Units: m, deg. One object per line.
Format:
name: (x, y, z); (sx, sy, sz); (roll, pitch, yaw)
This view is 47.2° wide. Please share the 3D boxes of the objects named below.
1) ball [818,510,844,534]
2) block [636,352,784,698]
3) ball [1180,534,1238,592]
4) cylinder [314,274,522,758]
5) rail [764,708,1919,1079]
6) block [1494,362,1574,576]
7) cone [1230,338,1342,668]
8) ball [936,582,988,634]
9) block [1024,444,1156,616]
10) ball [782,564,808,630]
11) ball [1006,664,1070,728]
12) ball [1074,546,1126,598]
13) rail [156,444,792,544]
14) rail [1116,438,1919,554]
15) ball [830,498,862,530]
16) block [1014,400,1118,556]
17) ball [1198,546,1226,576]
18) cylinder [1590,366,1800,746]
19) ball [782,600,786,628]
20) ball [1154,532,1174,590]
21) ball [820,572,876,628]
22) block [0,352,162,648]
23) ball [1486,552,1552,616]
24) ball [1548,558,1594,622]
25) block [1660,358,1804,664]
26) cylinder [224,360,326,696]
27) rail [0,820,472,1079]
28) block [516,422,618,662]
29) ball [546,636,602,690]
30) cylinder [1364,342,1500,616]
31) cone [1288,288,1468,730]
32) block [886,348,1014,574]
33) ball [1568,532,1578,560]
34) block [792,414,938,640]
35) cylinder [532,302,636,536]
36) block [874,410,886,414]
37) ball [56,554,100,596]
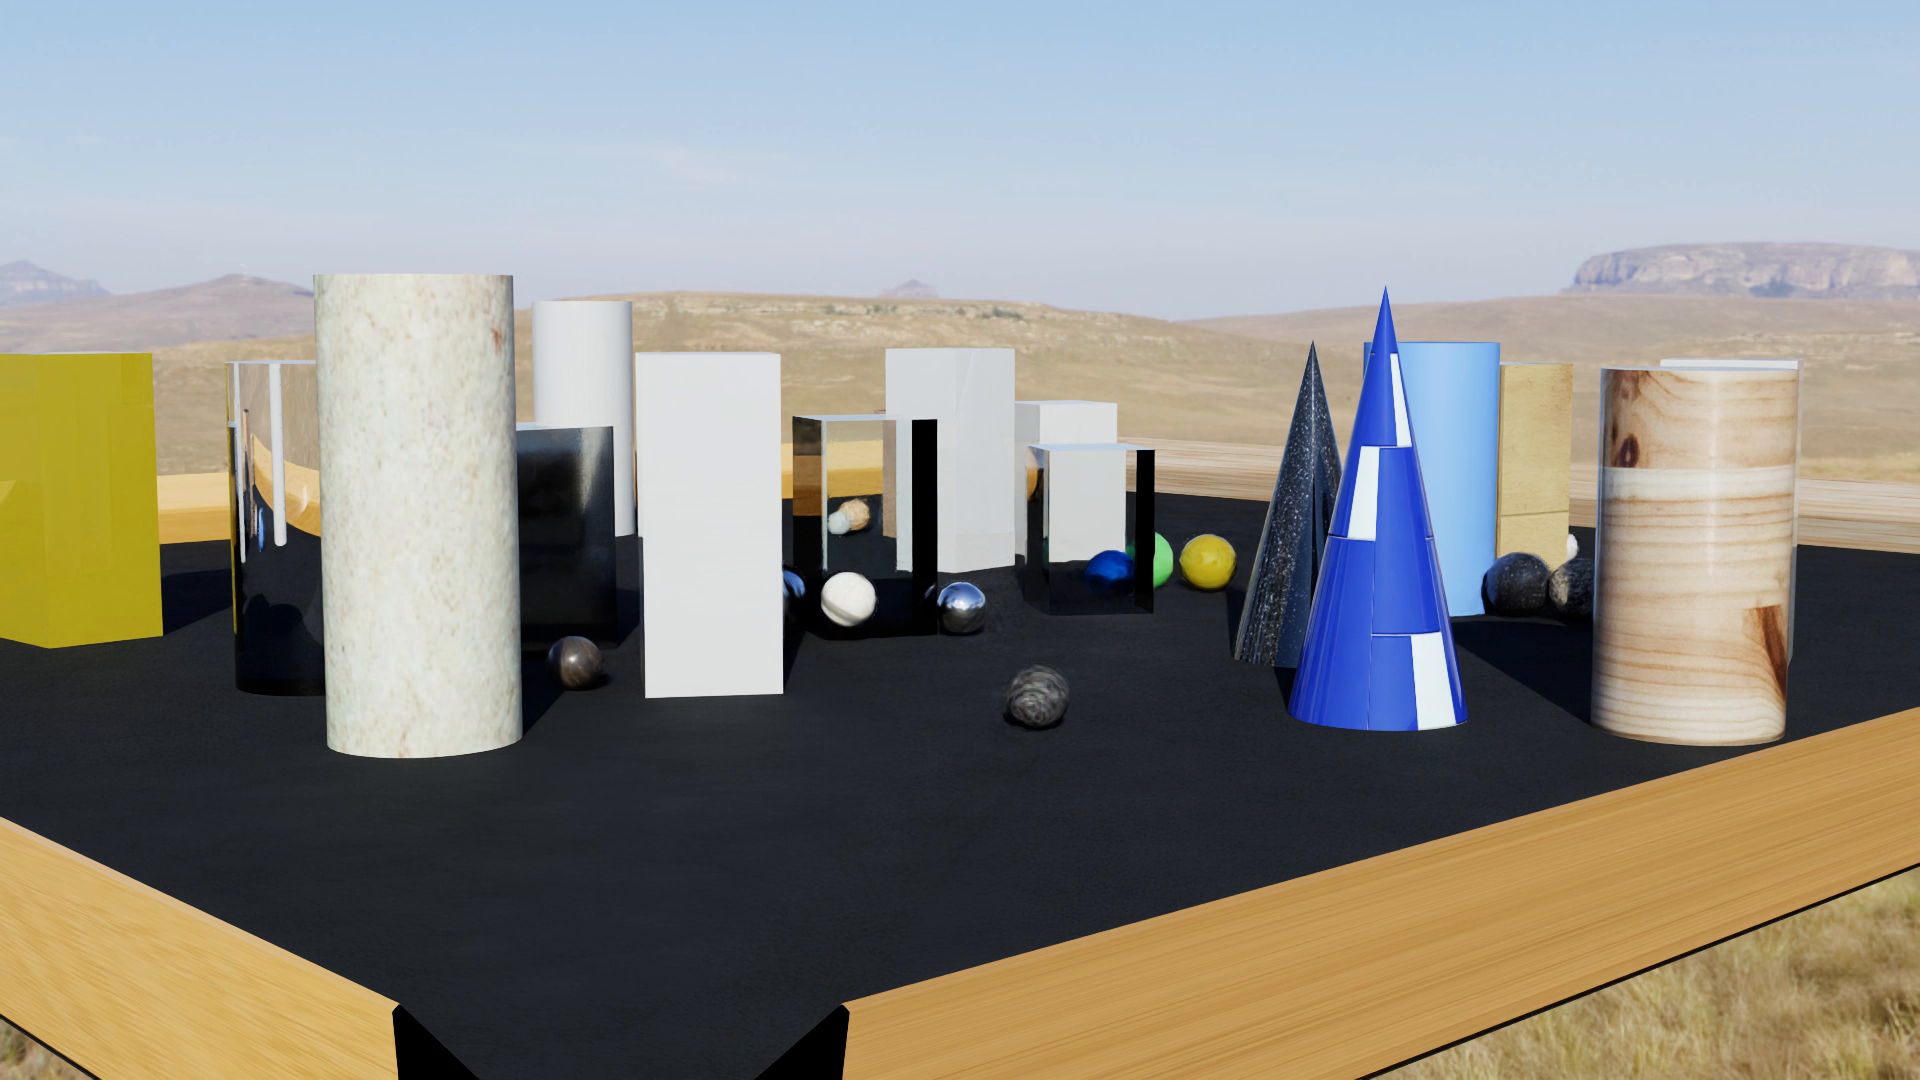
ball: (-0.259, -0.037, 4.400); (0.050, 0.050, 0.050); (0, 6, 0)
block: (-0.299, -0.024, 2.610); (0.159, 0.394, 0.159); (-1, 6, -10)
ball: (0.394, 0.037, 3.484); (0.093, 0.093, 0.093); (0, 6, 0)
cylinder: (-0.557, -0.031, 2.270); (0.199, 0.480, 0.199); (0, 6, 0)
rail: (1.126, 0.160, 2.118); (3.551, 0.129, 0.045); (-5, 8, -42)
block: (0.876, -0.107, 3.576); (0.159, 0.360, 0.159); (-4, 7, -34)
cone: (0.450, -0.053, 2.823); (0.199, 0.409, 0.199); (0, 6, 0)
ball: (0.002, 0.093, 3.014); (0.071, 0.071, 0.071); (0, 6, 0)
block: (0.192, -0.018, 3.295); (0.159, 0.242, 0.159); (-1, 6, -11)
ball: (-0.259, 0.078, 3.043); (0.097, 0.097, 0.097); (0, 6, 0)
ball: (0.083, 0.167, 2.349); (0.068, 0.068, 0.068); (0, 6, 0)
ball: (0.219, 0.049, 3.431); (0.080, 0.080, 0.080); (0, 6, 0)
rail: (-1.126, -0.093, 4.546); (3.551, 0.129, 0.045); (-5, 8, -42)
rail: (1.287, -0.090, 4.513); (0.045, 0.129, 3.369); (-5, 8, -42)
ball: (-0.234, -0.053, 4.474); (0.067, 0.067, 0.067); (0, 6, 0)
block: (0.180, -0.115, 4.054); (0.159, 0.277, 0.159); (-3, 7, -26)
ball: (0.425, 0.036, 3.704); (0.049, 0.049, 0.049); (0, 6, 0)
cylinder: (0.778, 0.010, 2.336); (0.199, 0.384, 0.199); (0, 6, 0)
ball: (-0.276, 0.098, 2.892); (0.095, 0.095, 0.095); (0, 6, 0)
ball: (0.290, 0.033, 3.492); (0.099, 0.099, 0.099); (0, 6, 0)
ball: (-0.149, 0.079, 2.941); (0.075, 0.075, 0.075); (0, 6, 0)
block: (-1.208, -0.061, 2.999); (0.159, 0.388, 0.159); (6, 8, 43)
ball: (0.816, 0.065, 3.211); (0.094, 0.094, 0.094); (0, 6, 0)
ball: (0.892, 0.072, 3.158); (0.090, 0.090, 0.090); (0, 6, 0)
block: (0.973, -0.037, 2.787); (0.159, 0.384, 0.159); (3, 6, 24)
cylinder: (-0.767, -0.020, 2.626); (0.199, 0.384, 0.199); (0, 6, 0)
rail: (-1.287, 0.157, 2.150); (0.045, 0.129, 3.369); (-5, 8, -42)
block: (-0.566, -0.003, 2.893); (0.159, 0.294, 0.159); (6, 8, 43)
ball: (-0.454, 0.145, 2.587); (0.064, 0.064, 0.064); (0, 6, 0)
cylinder: (0.701, -0.096, 3.292); (0.199, 0.397, 0.199); (0, 6, 0)
cone: (0.463, -0.043, 2.413); (0.199, 0.474, 0.199); (0, 6, 0)
block: (-0.017, -0.144, 3.837); (0.159, 0.379, 0.159); (5, 8, 40)
ball: (1.059, 0.013, 3.876); (0.059, 0.059, 0.059); (0, 6, 0)
block: (-0.133, -0.022, 3.062); (0.159, 0.297, 0.159); (-2, 6, -21)
cylinder: (-0.752, -0.245, 4.399); (0.199, 0.463, 0.199); (0, 6, 0)
block: (-0.067, -0.134, 4.379); (0.159, 0.247, 0.159); (-3, 7, -25)
ball: (-1.383, 0.055, 3.446); (0.064, 0.064, 0.064); (0, 6, 0)
